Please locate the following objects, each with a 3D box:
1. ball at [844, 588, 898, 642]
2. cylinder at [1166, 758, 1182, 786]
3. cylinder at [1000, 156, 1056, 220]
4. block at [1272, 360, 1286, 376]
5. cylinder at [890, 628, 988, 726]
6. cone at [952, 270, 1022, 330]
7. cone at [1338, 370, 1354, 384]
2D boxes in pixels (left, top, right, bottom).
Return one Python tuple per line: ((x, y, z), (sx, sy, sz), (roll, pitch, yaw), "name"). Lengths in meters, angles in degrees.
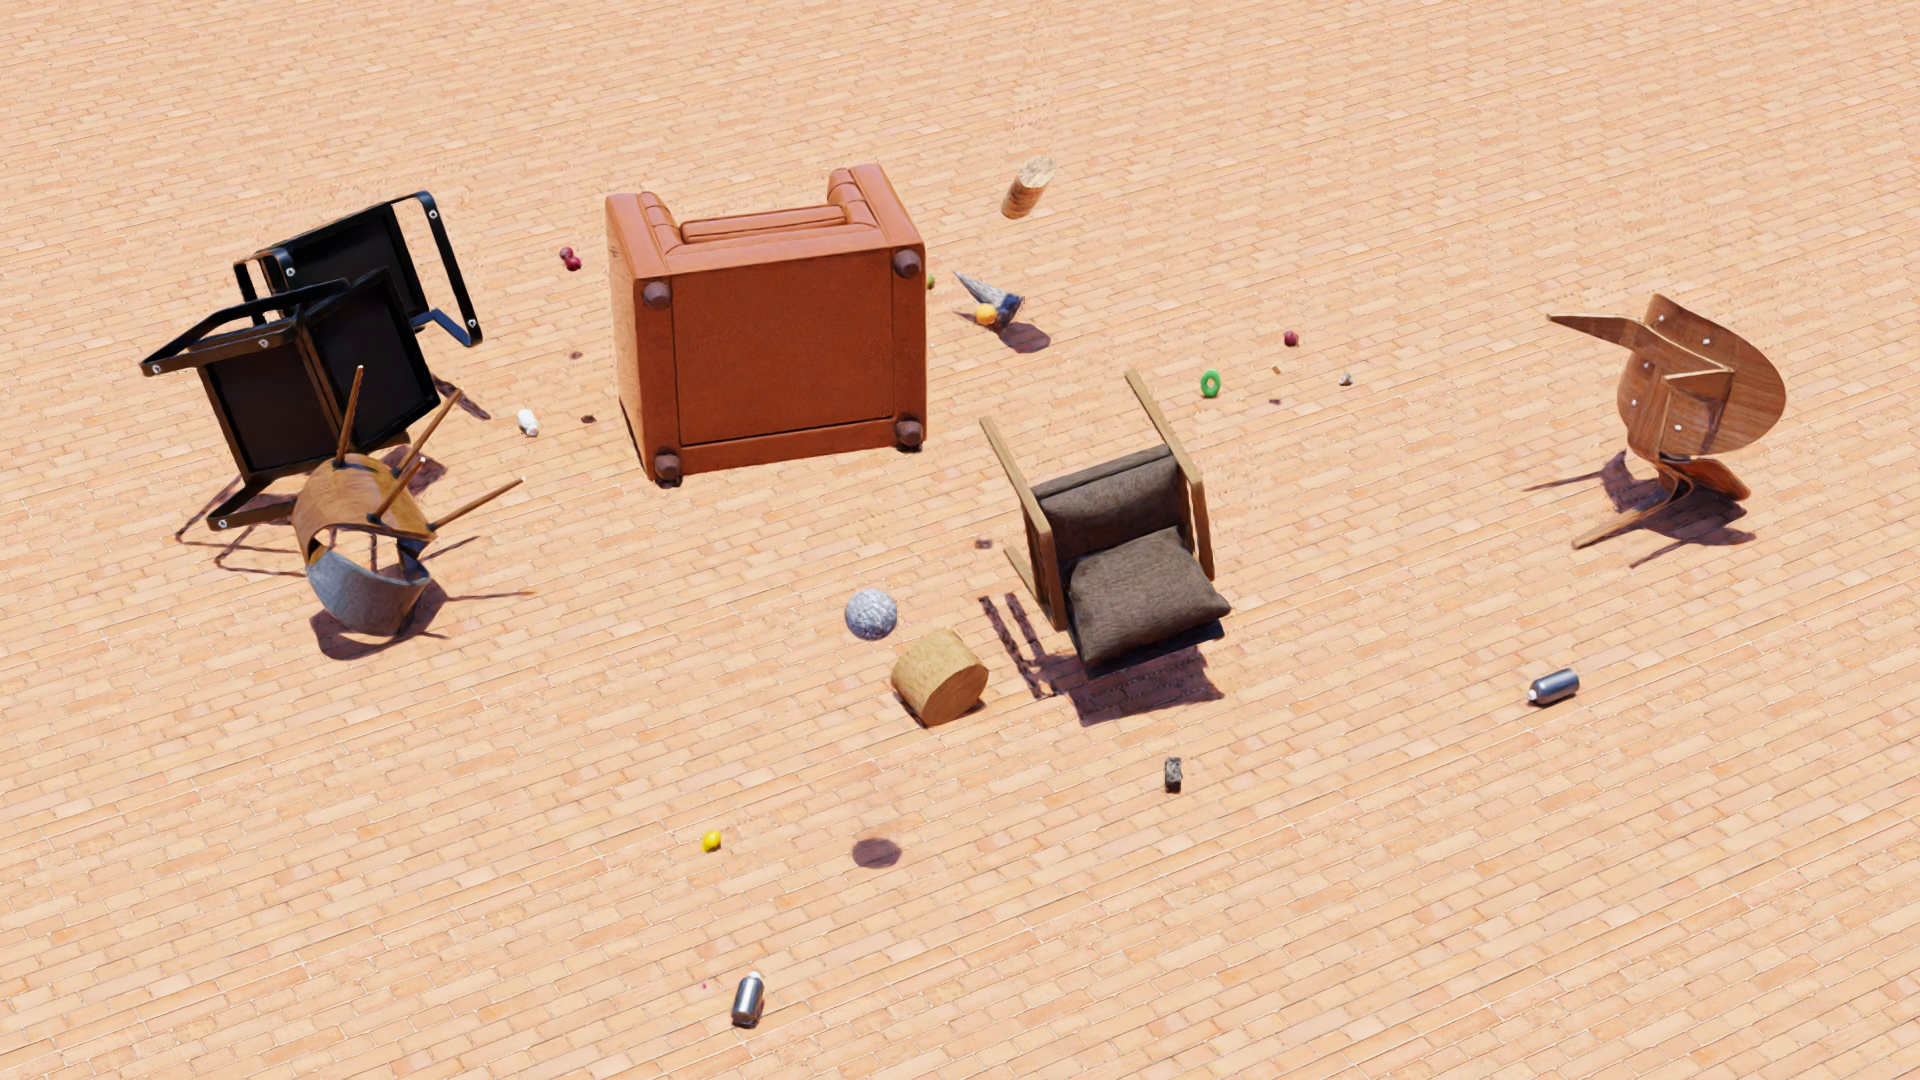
((-0.267, 0.225, 8.808), (0.160, 0.160, 0.160), (0, 33, 0), "ball")
((0.708, 0.767, 9.707), (0.052, 0.076, 0.139), (-1, 24, 5), "cylinder")
((0.273, -1.415, 11.768), (0.123, 0.247, 0.192), (45, 61, 6), "cylinder")
((1.269, -0.687, 11.684), (0.035, 0.040, 0.033), (-52, 17, -30), "block")
((-0.071, 0.469, 10.039), (0.283, 0.175, 0.237), (-42, 42, -2), "cylinder")
((0.086, -1.040, 12.257), (0.326, 0.161, 0.146), (37, 36, 10), "cone")
((1.579, -0.648, 11.901), (0.048, 0.075, 0.060), (34, 62, -17), "cone")
